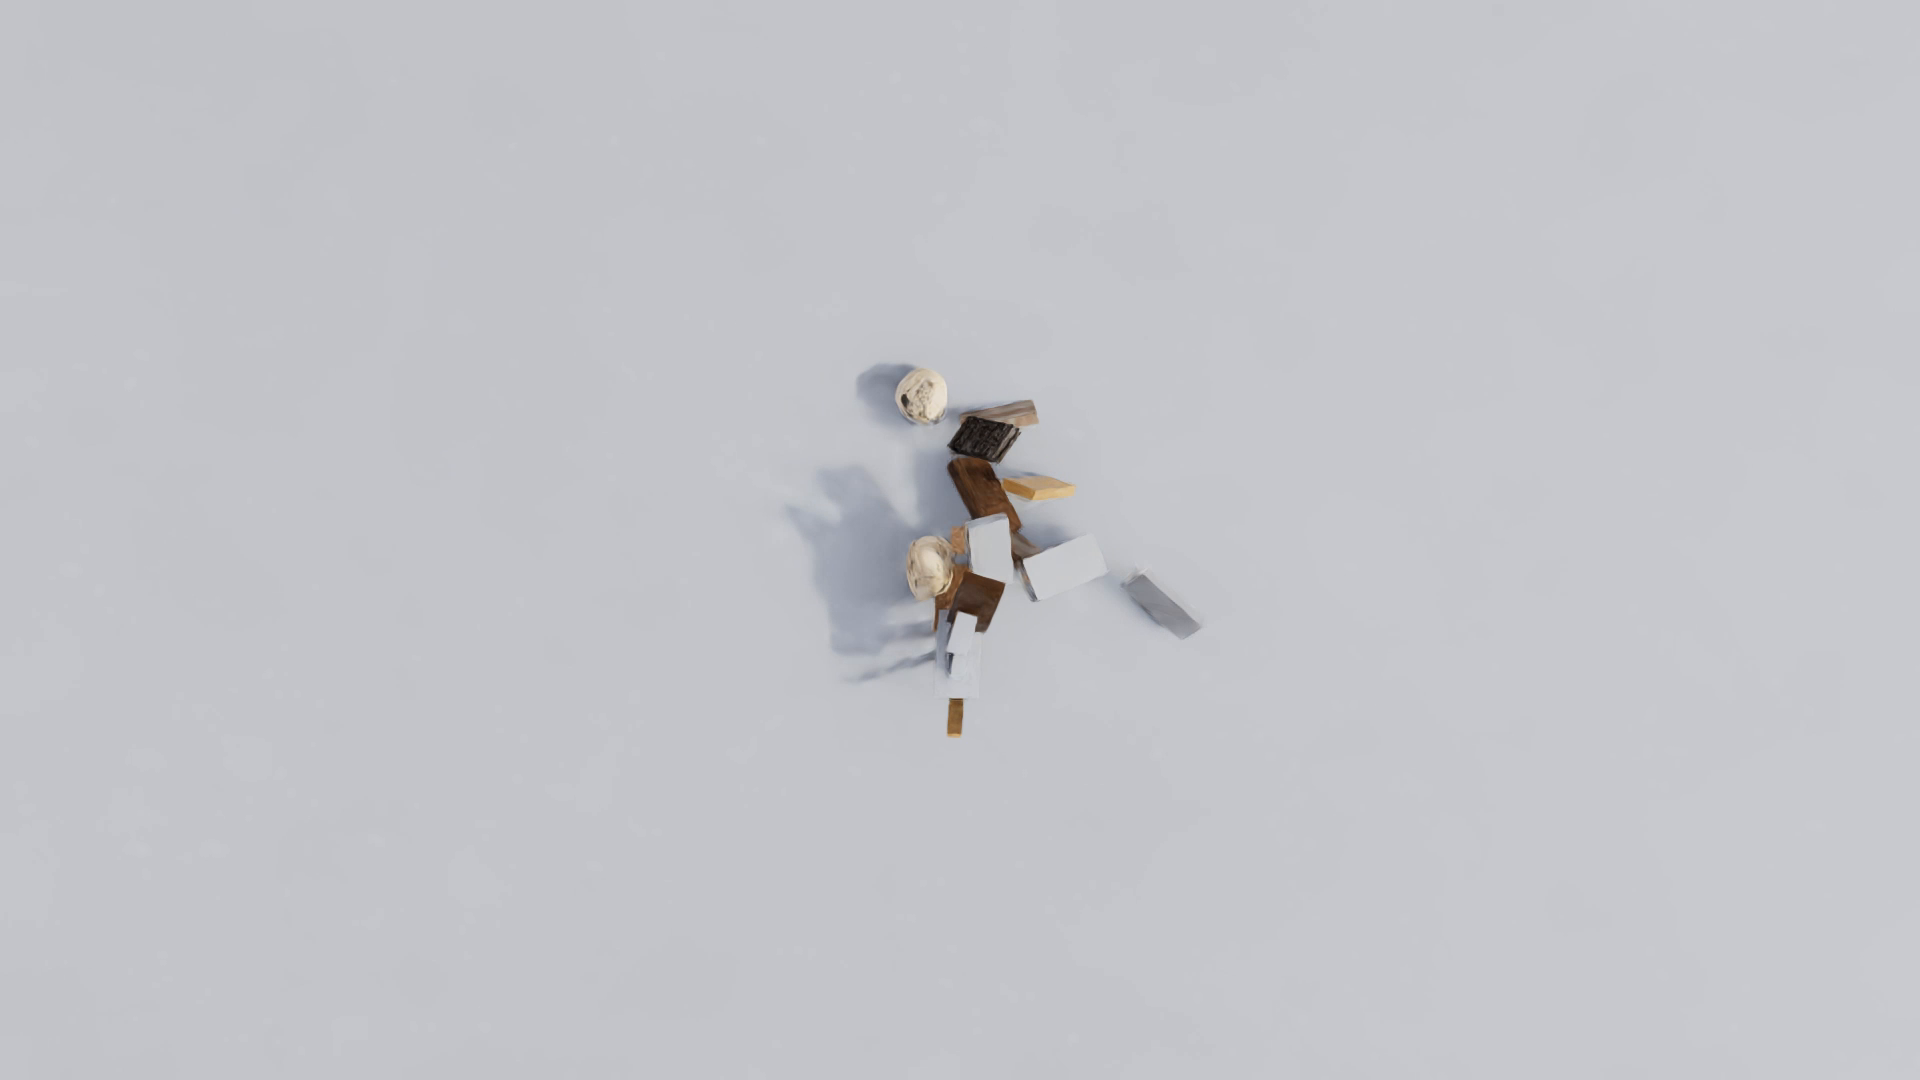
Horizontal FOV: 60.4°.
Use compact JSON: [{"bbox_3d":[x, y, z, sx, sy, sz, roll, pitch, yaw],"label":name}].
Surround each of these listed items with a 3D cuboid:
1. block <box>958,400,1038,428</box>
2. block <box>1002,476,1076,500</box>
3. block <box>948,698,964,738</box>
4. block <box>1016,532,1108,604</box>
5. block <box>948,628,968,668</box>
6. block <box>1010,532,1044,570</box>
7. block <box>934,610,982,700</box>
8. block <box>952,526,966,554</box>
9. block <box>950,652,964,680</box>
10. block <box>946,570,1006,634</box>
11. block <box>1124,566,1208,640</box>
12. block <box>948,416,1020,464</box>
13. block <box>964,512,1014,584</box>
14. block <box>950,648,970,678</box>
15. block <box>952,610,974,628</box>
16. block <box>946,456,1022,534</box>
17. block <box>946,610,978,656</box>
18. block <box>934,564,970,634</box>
[{"bbox_3d":[0.127,-0.400,5.436,0.250,0.125,0.035,-11,116,0],"label":"block"},{"bbox_3d":[0.257,-0.170,5.347,0.125,0.250,0.035,21,106,32],"label":"block"},{"bbox_3d":[-0.009,0.485,5.338,0.046,0.408,0.013,4,129,0],"label":"block"},{"bbox_3d":[0.335,0.090,5.357,0.284,0.040,0.142,-21,89,-26],"label":"block"},{"bbox_3d":[-0.006,0.339,5.166,0.065,0.018,0.130,2,115,2],"label":"block"},{"bbox_3d":[0.189,0.032,5.425,0.283,0.142,0.040,37,117,-1],"label":"block"},{"bbox_3d":[-0.005,0.363,5.228,0.139,0.039,0.277,3,80,0],"label":"block"},{"bbox_3d":[-0.003,0.003,5.402,0.046,0.013,0.092,0,90,0],"label":"block"},{"bbox_3d":[-0.010,0.396,5.172,0.046,0.013,0.092,2,111,4],"label":"block"},{"bbox_3d":[0.047,0.195,5.100,0.131,0.268,0.037,18,57,-2],"label":"block"},{"bbox_3d":[0.668,0.208,5.371,0.261,0.131,0.037,41,57,-4],"label":"block"},{"bbox_3d":[0.075,-0.321,5.251,0.035,0.250,0.125,44,75,-34],"label":"block"},{"bbox_3d":[0.093,0.041,5.152,0.131,0.037,0.261,-15,129,-10],"label":"block"},{"bbox_3d":[-0.002,0.380,5.145,0.046,0.013,0.092,9,104,-8],"label":"block"},{"bbox_3d":[0.008,0.277,5.164,0.065,0.018,0.130,16,135,1],"label":"block"},{"bbox_3d":[0.080,-0.144,5.397,0.142,0.040,0.283,-12,66,-37],"label":"block"},{"bbox_3d":[0.006,0.291,5.104,0.065,0.018,0.130,17,94,-2],"label":"block"},{"bbox_3d":[-0.009,0.192,5.387,0.139,0.277,0.039,3,134,0],"label":"block"}]
